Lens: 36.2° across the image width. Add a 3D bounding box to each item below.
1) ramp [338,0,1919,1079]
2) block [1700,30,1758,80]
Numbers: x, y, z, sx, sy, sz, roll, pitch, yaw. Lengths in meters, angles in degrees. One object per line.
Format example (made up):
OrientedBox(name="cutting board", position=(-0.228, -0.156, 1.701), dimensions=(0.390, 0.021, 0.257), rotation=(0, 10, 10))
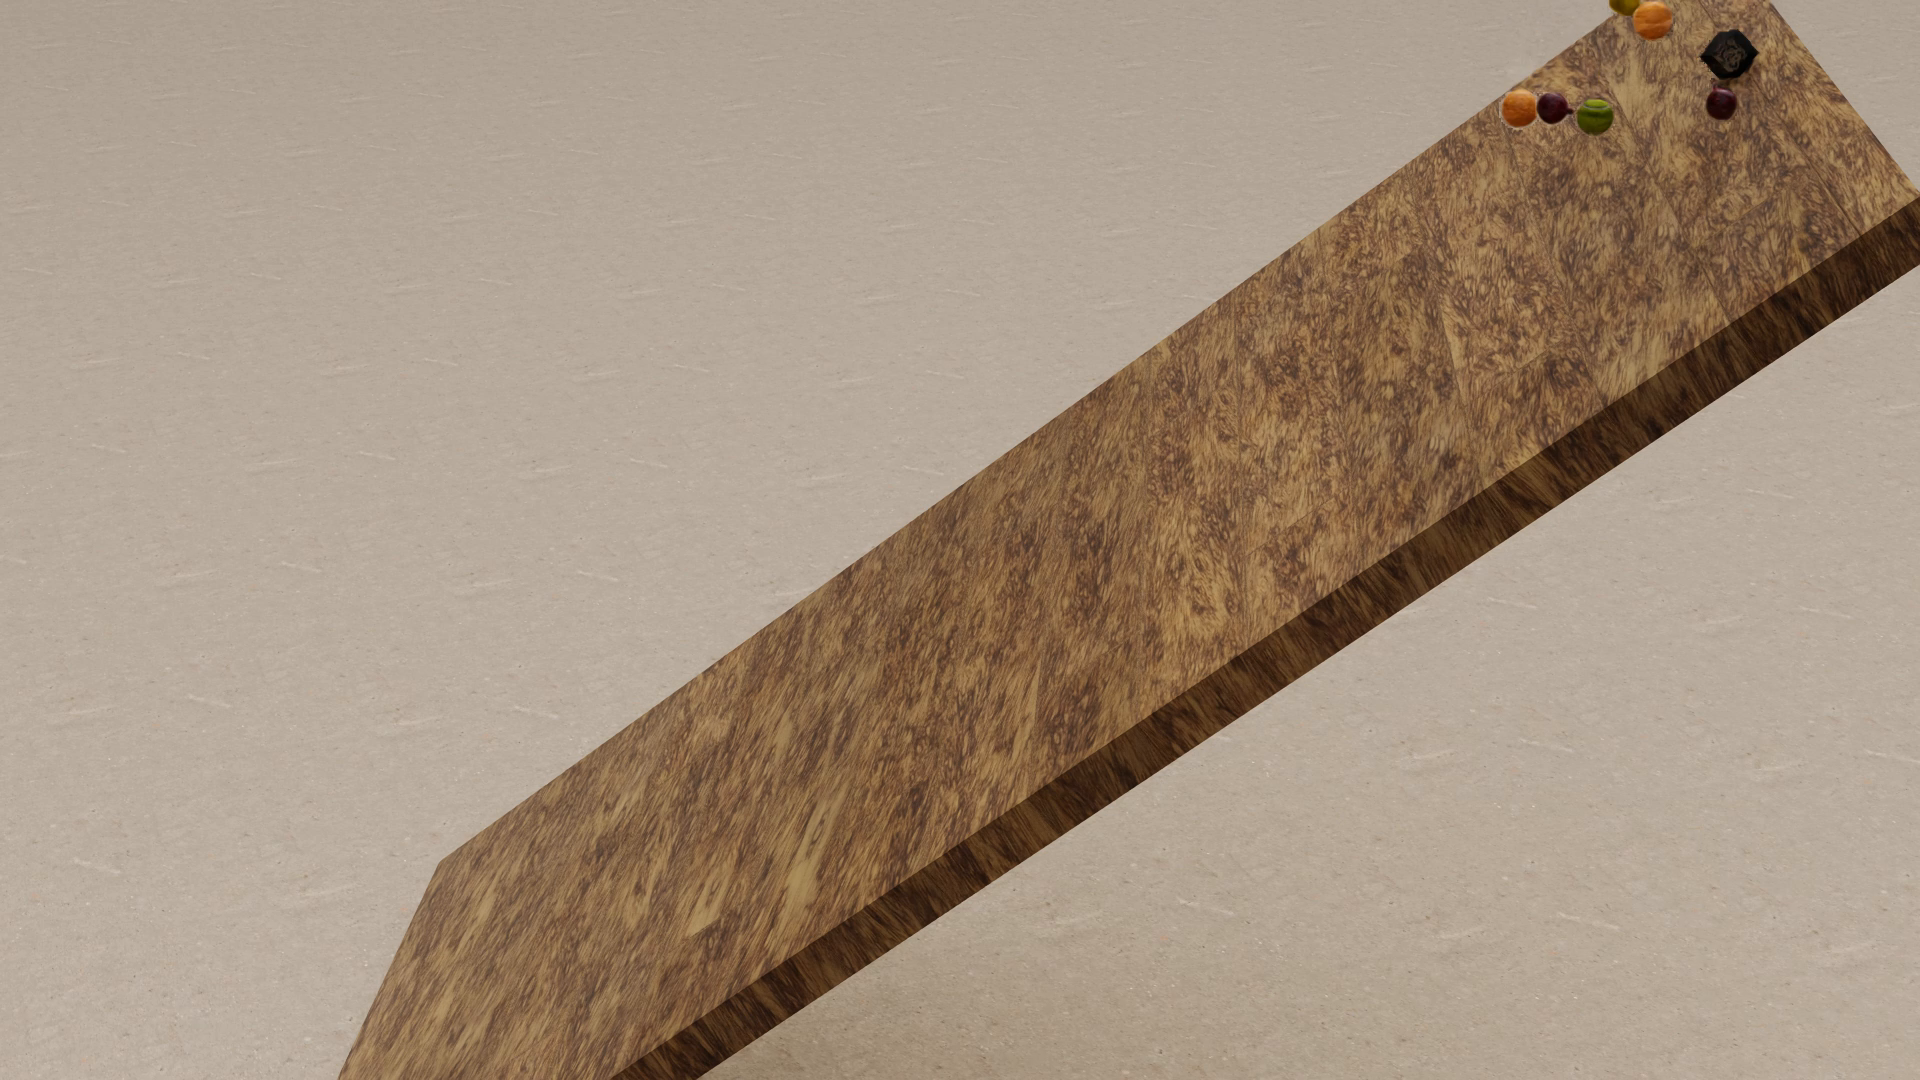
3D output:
OrientedBox(name="ramp", position=(0.123, 0.184, 6.336), dimensions=(4.000, 0.100, 2.000), rotation=(-36, 16, 18))
OrientedBox(name="block", position=(1.532, -0.967, 5.858), dimensions=(0.066, 0.066, 0.066), rotation=(-50, 17, -11))
